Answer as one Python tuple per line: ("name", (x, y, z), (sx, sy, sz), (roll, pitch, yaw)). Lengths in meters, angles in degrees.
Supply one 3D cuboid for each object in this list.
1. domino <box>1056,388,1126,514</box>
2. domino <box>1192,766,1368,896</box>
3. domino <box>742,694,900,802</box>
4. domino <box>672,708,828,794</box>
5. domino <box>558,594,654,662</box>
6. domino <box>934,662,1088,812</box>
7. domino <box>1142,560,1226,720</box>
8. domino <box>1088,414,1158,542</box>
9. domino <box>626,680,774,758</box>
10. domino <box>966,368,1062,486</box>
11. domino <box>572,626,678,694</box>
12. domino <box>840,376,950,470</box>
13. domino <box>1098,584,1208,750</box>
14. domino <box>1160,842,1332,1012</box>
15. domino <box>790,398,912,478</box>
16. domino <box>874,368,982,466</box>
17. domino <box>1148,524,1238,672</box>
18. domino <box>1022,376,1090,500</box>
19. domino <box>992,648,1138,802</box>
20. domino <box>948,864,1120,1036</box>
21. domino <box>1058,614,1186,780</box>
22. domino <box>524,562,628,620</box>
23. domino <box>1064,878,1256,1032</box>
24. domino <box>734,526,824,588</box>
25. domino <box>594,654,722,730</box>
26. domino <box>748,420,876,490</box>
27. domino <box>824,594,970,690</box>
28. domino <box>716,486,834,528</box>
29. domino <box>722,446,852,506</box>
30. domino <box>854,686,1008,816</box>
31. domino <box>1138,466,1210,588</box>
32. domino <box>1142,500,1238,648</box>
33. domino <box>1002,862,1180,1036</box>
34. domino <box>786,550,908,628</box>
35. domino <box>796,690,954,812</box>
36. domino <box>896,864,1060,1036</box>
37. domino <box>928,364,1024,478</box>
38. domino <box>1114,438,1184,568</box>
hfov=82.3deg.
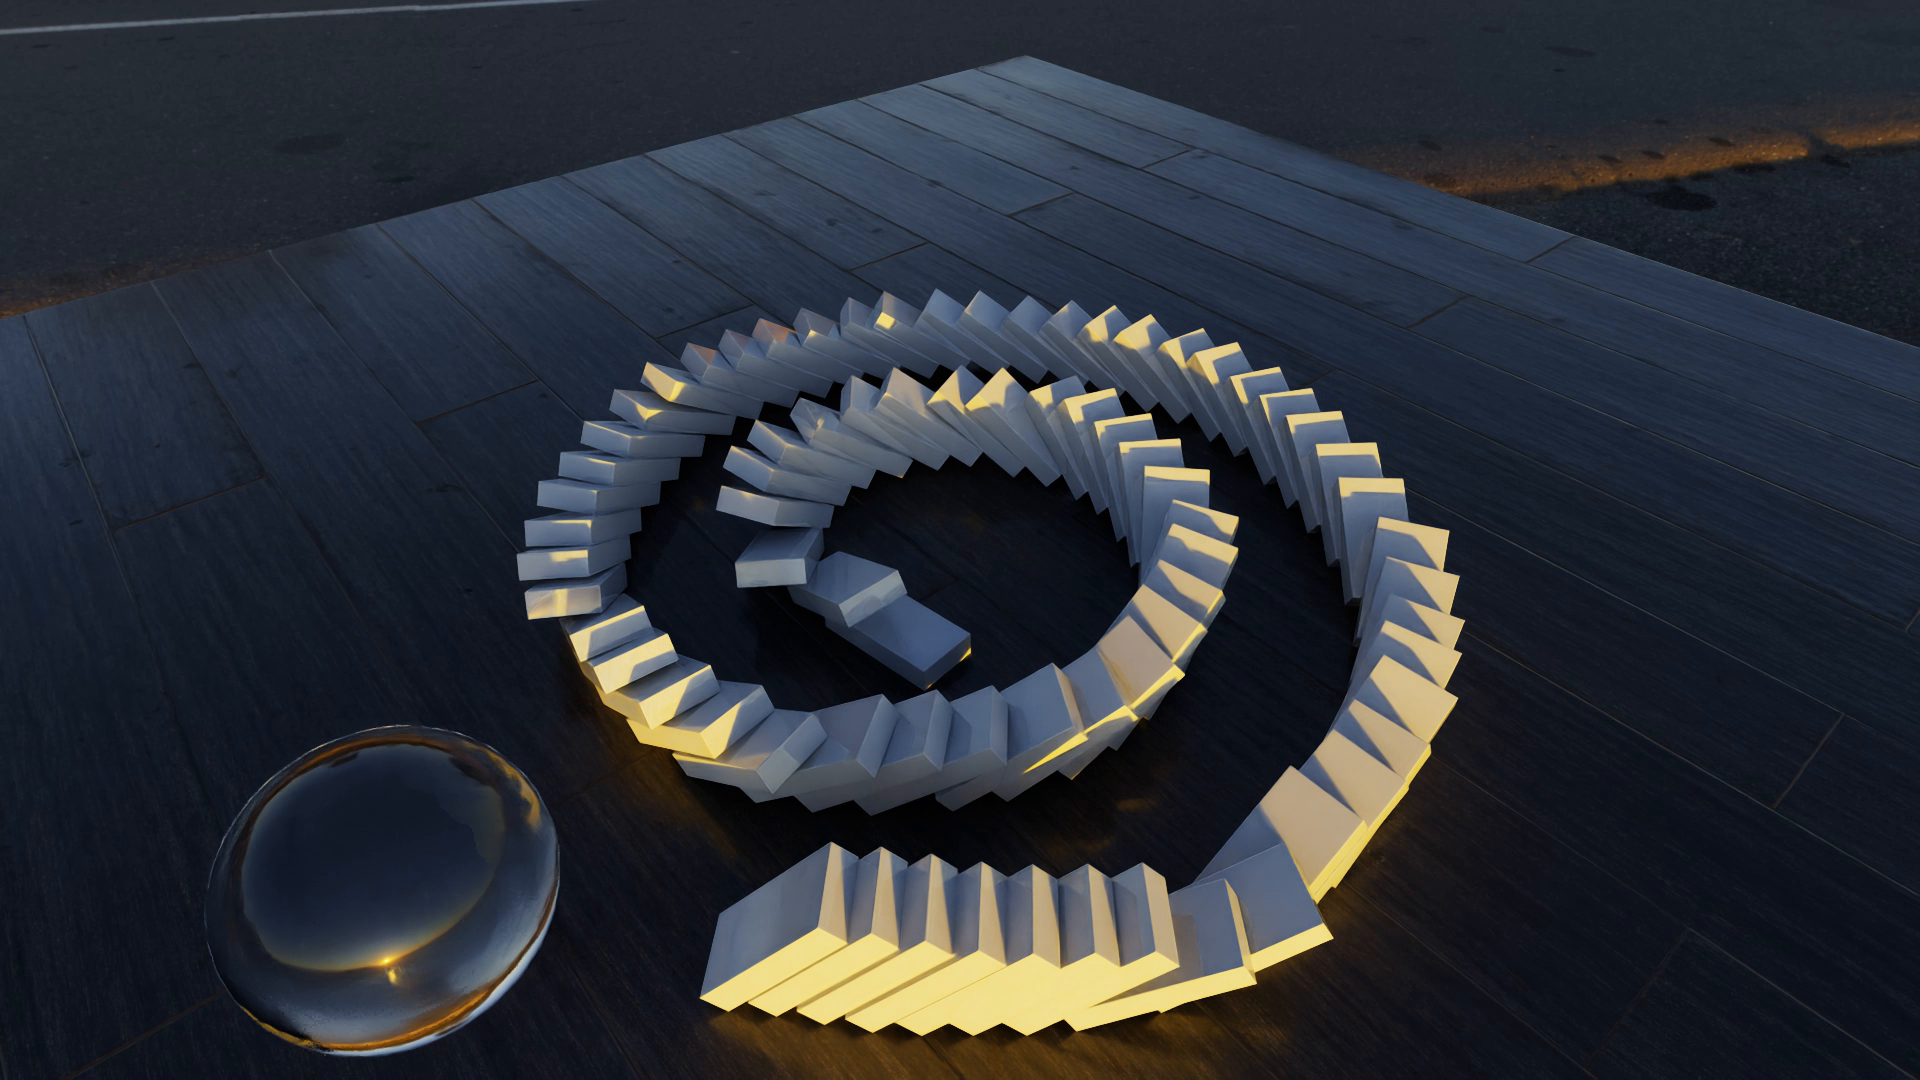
("domino", (0.062, -0.038, 0.467), (0.025, 0.010, 0.050), (-15, 78, -22))
("domino", (0.089, 0.092, 0.312), (0.050, 0.010, 0.025), (-49, 53, -5))
("domino", (-0.044, 0.065, 0.342), (0.050, 0.009, 0.025), (-19, 33, 33))
("domino", (-0.066, 0.064, 0.344), (0.050, 0.009, 0.025), (-4, 32, 47))
("domino", (-0.125, 0.030, 0.386), (0.025, 0.009, 0.050), (-23, 11, -21))
("domino", (0.013, 0.062, 0.345), (0.050, 0.010, 0.025), (-32, 42, 16))
("domino", (0.068, 0.034, 0.381), (0.025, 0.009, 0.050), (30, 81, 31))
("domino", (0.072, -0.026, 0.453), (0.025, 0.010, 0.050), (-9, 75, -12))
("domino", (-0.085, 0.057, 0.356), (0.050, 0.010, 0.025), (-3, 27, 48))
("domino", (0.028, -0.050, 0.482), (0.050, 0.010, 0.025), (45, 46, -6))
("domino", (-0.115, 0.039, 0.374), (0.025, 0.010, 0.050), (-25, 12, -24))
("domino", (-0.029, -0.052, 0.486), (0.050, 0.009, 0.025), (26, 33, -22))
("domino", (0.057, 0.042, 0.369), (0.025, 0.009, 0.050), (37, 89, 35))
("domino", (0.071, 0.105, 0.298), (0.050, 0.010, 0.025), (-28, 39, 11))
("domino", (-0.047, -0.044, 0.476), (0.050, 0.009, 0.025), (18, 25, -39))
("domino", (-0.012, -0.055, 0.489), (0.050, 0.009, 0.025), (30, 32, -15))
("domino", (0.078, 0.022, 0.396), (0.025, 0.010, 0.050), (23, 77, 21))
("domino", (0.051, -0.045, 0.477), (0.025, 0.009, 0.050), (-23, 79, -25))
("domino", (0.029, 0.059, 0.350), (0.050, 0.009, 0.025), (-35, 42, 12))
("domino", (0.018, 0.107, 0.287), (0.050, 0.009, 0.025), (-37, 29, 27))
("domino", (0.046, 0.051, 0.358), (0.050, 0.010, 0.025), (-44, 50, 5))
("domino", (-0.139, 0.018, 0.402), (0.025, 0.009, 0.050), (-5, 9, -6))
("domino", (0.050, 0.110, 0.291), (0.050, 0.009, 0.025), (-23, 36, 18))
("domino", (-0.068, 0.006, 0.419), (0.025, 0.010, 0.050), (-3, 14, 1))
("domino", (-0.102, 0.048, 0.366), (0.025, 0.010, 0.050), (-28, 17, -30))
("domino", (-0.062, -0.036, 0.464), (0.050, 0.010, 0.025), (14, 17, -48))
("domino", (-0.023, 0.033, 0.403), (0.050, 0.010, 0.025), (29, 47, 30))
("domino", (-0.072, -0.013, 0.437), (0.025, 0.010, 0.050), (15, 4, 17))
("domino", (-0.070, -0.026, 0.453), (0.025, 0.009, 0.050), (29, 10, 31))
("domino", (-0.009, 0.066, 0.343), (0.050, 0.010, 0.025), (-25, 33, 22))
("domino", (0.083, -0.003, 0.426), (0.025, 0.009, 0.050), (4, 74, 3))
("domino", (0.084, 0.012, 0.409), (0.025, 0.010, 0.050), (17, 75, 20))
("domino", (0.032, 0.107, 0.287), (0.050, 0.010, 0.025), (-37, 31, 26))
("domino", (-0.043, 0.017, 0.404), (0.025, 0.010, 0.050), (-30, 21, -24))
("domino", (-0.027, 0.066, 0.342), (0.050, 0.010, 0.025), (-23, 32, 27))
("domino", (0.004, 0.107, 0.286), (0.010, 0.050, 0.025), (37, 32, -24))
("domino", (0.012, -0.053, 0.488), (0.050, 0.009, 0.025), (40, 45, -4))
("domino", (0.078, -0.015, 0.440), (0.025, 0.009, 0.050), (-4, 74, -5))
